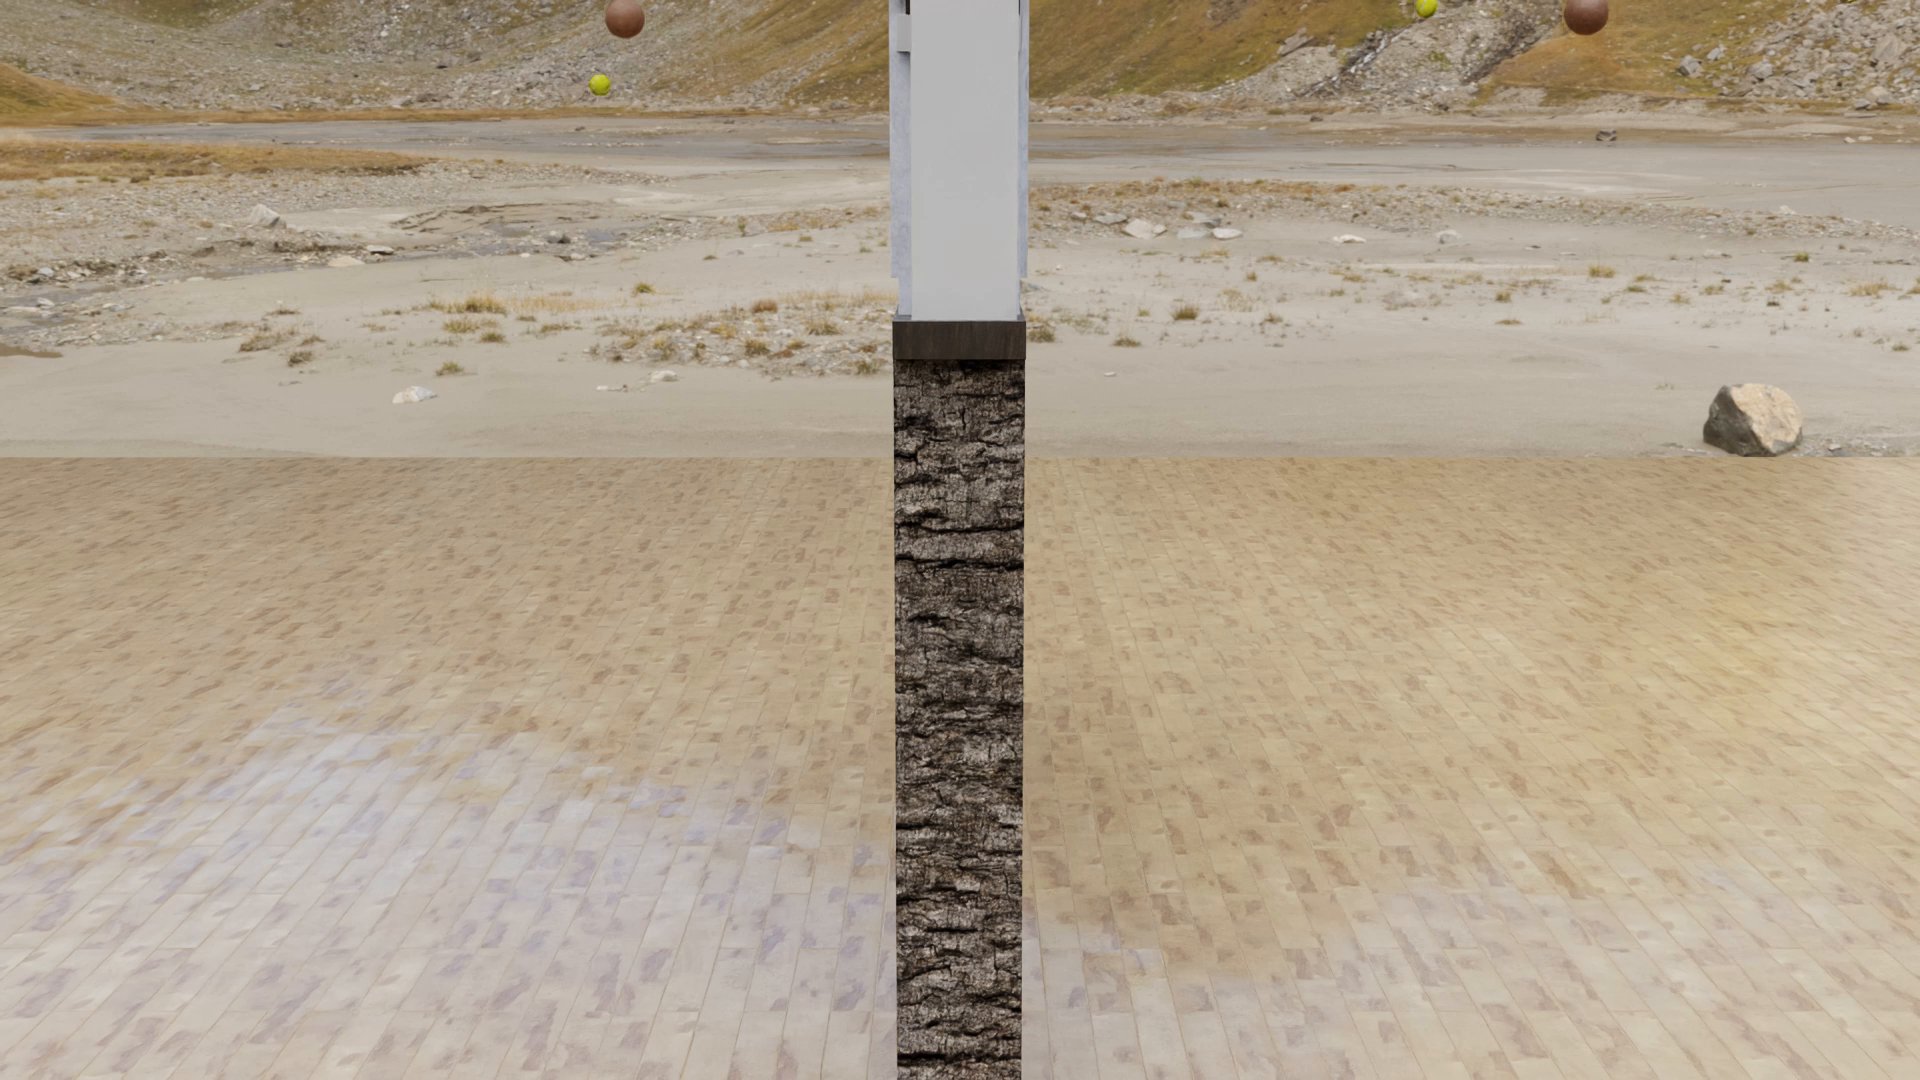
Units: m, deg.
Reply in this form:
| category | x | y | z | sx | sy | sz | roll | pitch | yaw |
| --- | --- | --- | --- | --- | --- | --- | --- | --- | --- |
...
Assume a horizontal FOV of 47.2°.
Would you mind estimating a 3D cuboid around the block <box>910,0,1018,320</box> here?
| category | x | y | z | sx | sy | sz | roll | pitch | yaw |
| --- | --- | --- | --- | --- | --- | --- | --- | --- | --- |
| block | 0.005 | -0.515 | 2.354 | 0.115 | 0.554 | 0.033 | 0 | 10 | 0 |

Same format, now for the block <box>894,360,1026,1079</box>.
| category | x | y | z | sx | sy | sz | roll | pitch | yaw |
| --- | --- | --- | --- | --- | --- | --- | --- | --- | --- |
| block | -0.001 | 0.291 | 2.516 | 0.144 | 1.008 | 0.041 | 0 | 11 | 0 |

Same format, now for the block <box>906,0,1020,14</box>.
| category | x | y | z | sx | sy | sz | roll | pitch | yaw |
| --- | --- | --- | --- | --- | --- | --- | --- | --- | --- |
| block | 0.003 | -0.789 | 2.548 | 0.133 | 0.373 | 0.038 | 0 | 10 | 0 |

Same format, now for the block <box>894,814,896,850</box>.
| category | x | y | z | sx | sy | sz | roll | pitch | yaw |
| --- | --- | --- | --- | --- | --- | --- | --- | --- | --- |
| block | -0.005 | 0.356 | 3.040 | 0.161 | 0.046 | 0.322 | 0 | 11 | 0 |

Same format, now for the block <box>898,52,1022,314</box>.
| category | x | y | z | sx | sy | sz | roll | pitch | yaw |
| --- | --- | --- | --- | --- | --- | --- | --- | --- | --- |
| block | -0.001 | -0.396 | 2.448 | 0.135 | 0.286 | 0.038 | 0 | 11 | 0 |

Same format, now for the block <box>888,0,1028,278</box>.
| category | x | y | z | sx | sy | sz | roll | pitch | yaw |
| --- | --- | --- | --- | --- | --- | --- | --- | --- | --- |
| block | -0.001 | -0.523 | 2.831 | 0.177 | 0.366 | 0.050 | 0 | 11 | 0 |

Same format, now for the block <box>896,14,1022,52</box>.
| category | x | y | z | sx | sy | sz | roll | pitch | yaw |
| --- | --- | --- | --- | --- | --- | --- | --- | --- | --- |
| block | -0.001 | -0.572 | 2.507 | 0.135 | 0.038 | 0.271 | 0 | 11 | 0 |

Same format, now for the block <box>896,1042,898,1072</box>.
| category | x | y | z | sx | sy | sz | roll | pitch | yaw |
| --- | --- | --- | --- | --- | --- | --- | --- | --- | --- |
| block | -0.005 | 0.556 | 2.968 | 0.161 | 0.322 | 0.046 | 0 | 11 | 0 |

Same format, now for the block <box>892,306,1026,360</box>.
| category | x | y | z | sx | sy | sz | roll | pitch | yaw |
| --- | --- | --- | --- | --- | --- | --- | --- | --- | --- |
| block | -0.001 | -0.242 | 2.515 | 0.144 | 0.041 | 0.289 | 0 | 11 | 0 |
